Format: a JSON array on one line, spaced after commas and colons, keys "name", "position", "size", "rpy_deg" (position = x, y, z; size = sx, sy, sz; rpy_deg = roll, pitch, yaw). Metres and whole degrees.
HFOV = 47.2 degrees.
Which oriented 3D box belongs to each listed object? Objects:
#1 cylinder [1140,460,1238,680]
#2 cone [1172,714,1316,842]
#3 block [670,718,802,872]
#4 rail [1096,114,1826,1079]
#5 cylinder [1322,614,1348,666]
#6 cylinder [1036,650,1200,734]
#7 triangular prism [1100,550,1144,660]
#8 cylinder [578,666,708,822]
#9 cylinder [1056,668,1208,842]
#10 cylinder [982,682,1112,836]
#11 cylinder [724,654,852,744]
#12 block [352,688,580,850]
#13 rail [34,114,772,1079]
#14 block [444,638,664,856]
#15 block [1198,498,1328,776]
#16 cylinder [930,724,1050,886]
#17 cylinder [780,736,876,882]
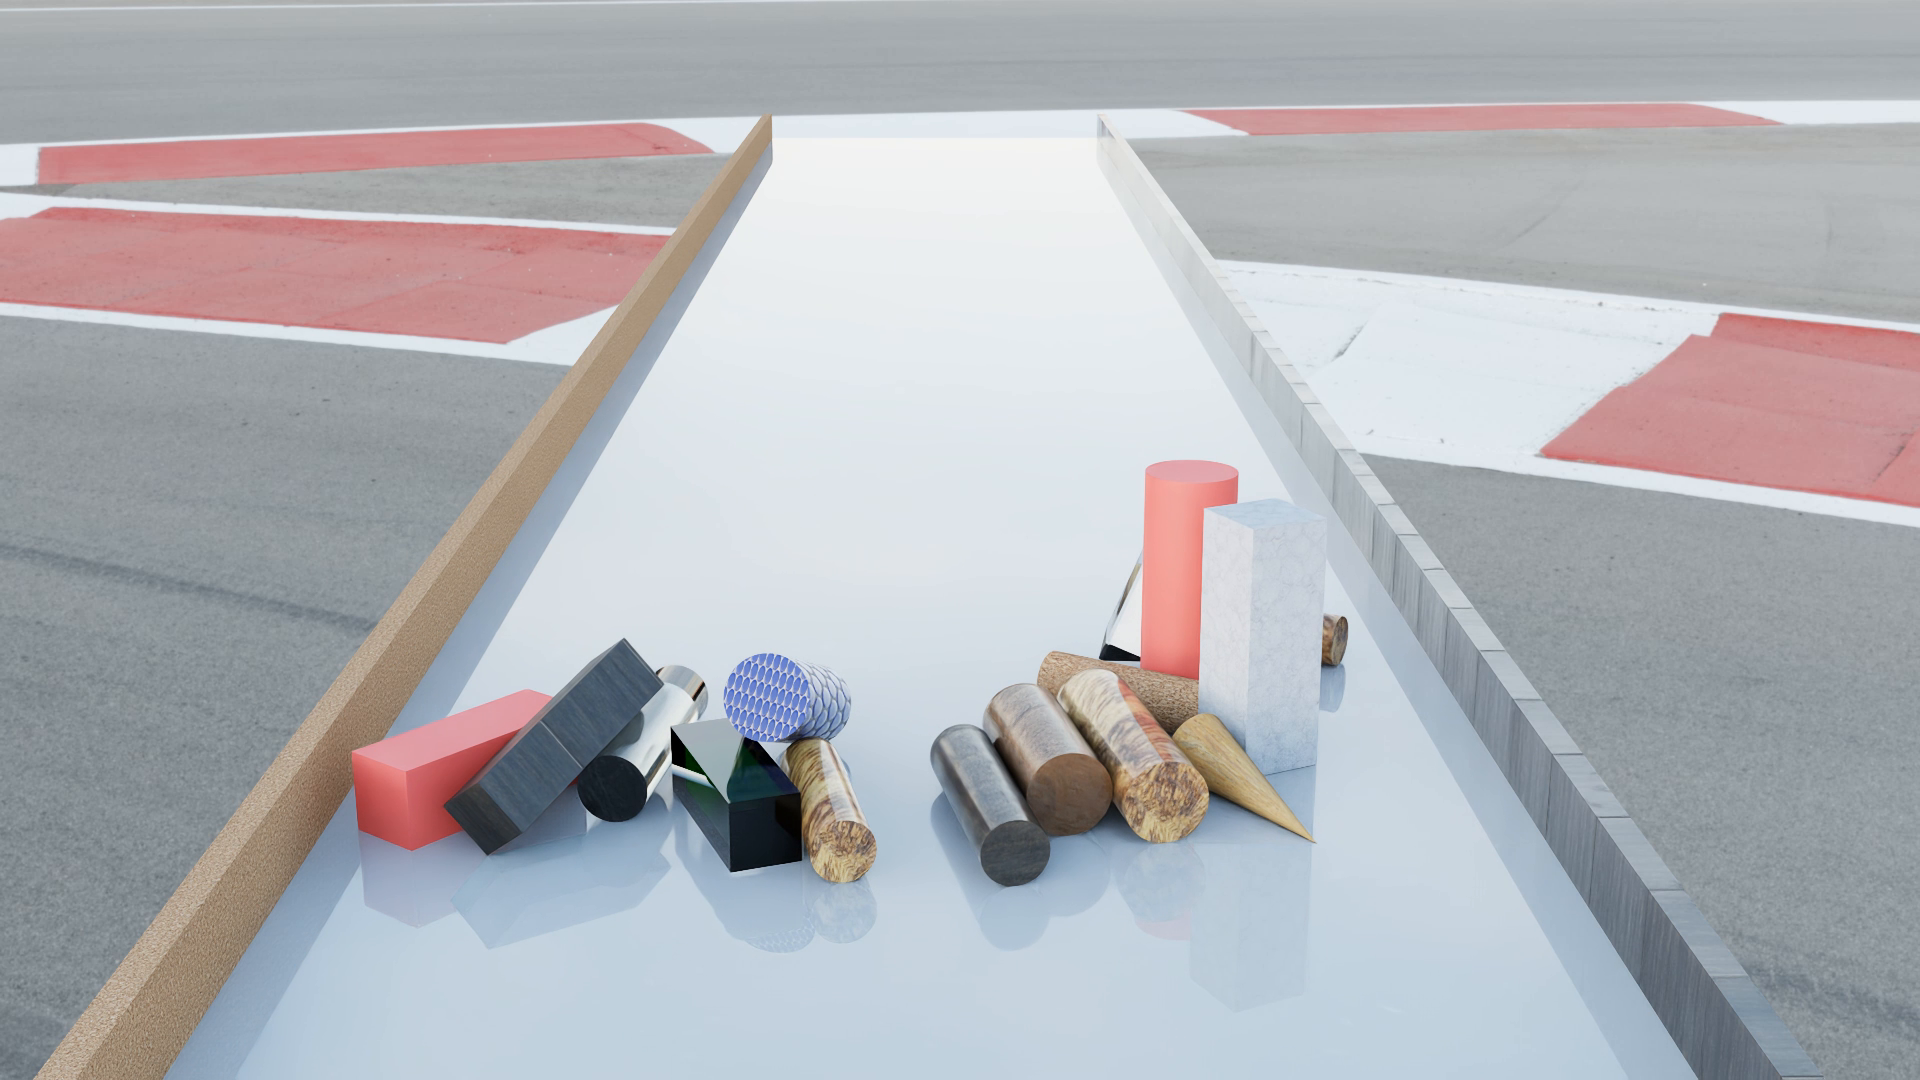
[{"name": "cylinder", "position": [0.427, 0.091, 4.120], "size": [0.172, 0.456, 0.172], "rpy_deg": [0, 16, 0]}, {"name": "cone", "position": [0.494, 0.424, 3.694], "size": [0.123, 0.123, 0.333], "rpy_deg": [-10, 30, -30]}, {"name": "block", "position": [-0.373, 0.414, 3.627], "size": [0.118, 0.118, 0.357], "rpy_deg": [-7, 18, -21]}, {"name": "rail", "position": [0.932, -0.844, 7.801], "size": [0.050, 0.150, 12.000], "rpy_deg": [0, 17, -1]}, {"name": "cylinder", "position": [0.590, 0.174, 4.465], "size": [0.380, 0.100, 0.100], "rpy_deg": [9, 19, 28]}, {"name": "cylinder", "position": [0.315, 0.287, 4.078], "size": [0.340, 0.105, 0.105], "rpy_deg": [10, 19, 31]}, {"name": "triangular prism", "position": [0.367, 0.076, 4.322], "size": [0.115, 0.344, 0.099], "rpy_deg": [3, 39, -25]}, {"name": "cylinder", "position": [-0.548, 0.349, 3.844], "size": [0.119, 0.119, 0.442], "rpy_deg": [2, 17, 7]}, {"name": "cylinder", "position": [0.288, 0.360, 3.765], "size": [0.142, 0.142, 0.455], "rpy_deg": [-3, 17, -11]}, {"name": "cylinder", "position": [0.144, 0.368, 3.735], "size": [0.145, 0.145, 0.334], "rpy_deg": [-3, 17, -11]}, {"name": "cylinder", "position": [-0.294, 0.279, 3.808], "size": [0.147, 0.147, 0.363], "rpy_deg": [2, -6, 8]}, {"name": "block", "position": [-0.822, 0.381, 3.704], "size": [0.138, 0.138, 0.374], "rpy_deg": [13, 21, 36]}, {"name": "rail", "position": [-1.118, -0.838, 7.780], "size": [0.050, 0.150, 12.000], "rpy_deg": [0, 17, -1]}, {"name": "block", "position": [-0.667, 0.336, 3.649], "size": [0.107, 0.107, 0.432], "rpy_deg": [-33, 11, 39]}, {"name": "block", "position": [0.528, 0.171, 3.858], "size": [0.152, 0.452, 0.152], "rpy_deg": [-8, 18, -26]}, {"name": "cylinder", "position": [0.044, 0.427, 3.596], "size": [0.112, 0.112, 0.414], "rpy_deg": [-3, 17, -11]}, {"name": "cylinder", "position": [-0.218, 0.434, 3.583], "size": [0.105, 0.105, 0.359], "rpy_deg": [-3, 17, -12]}]
